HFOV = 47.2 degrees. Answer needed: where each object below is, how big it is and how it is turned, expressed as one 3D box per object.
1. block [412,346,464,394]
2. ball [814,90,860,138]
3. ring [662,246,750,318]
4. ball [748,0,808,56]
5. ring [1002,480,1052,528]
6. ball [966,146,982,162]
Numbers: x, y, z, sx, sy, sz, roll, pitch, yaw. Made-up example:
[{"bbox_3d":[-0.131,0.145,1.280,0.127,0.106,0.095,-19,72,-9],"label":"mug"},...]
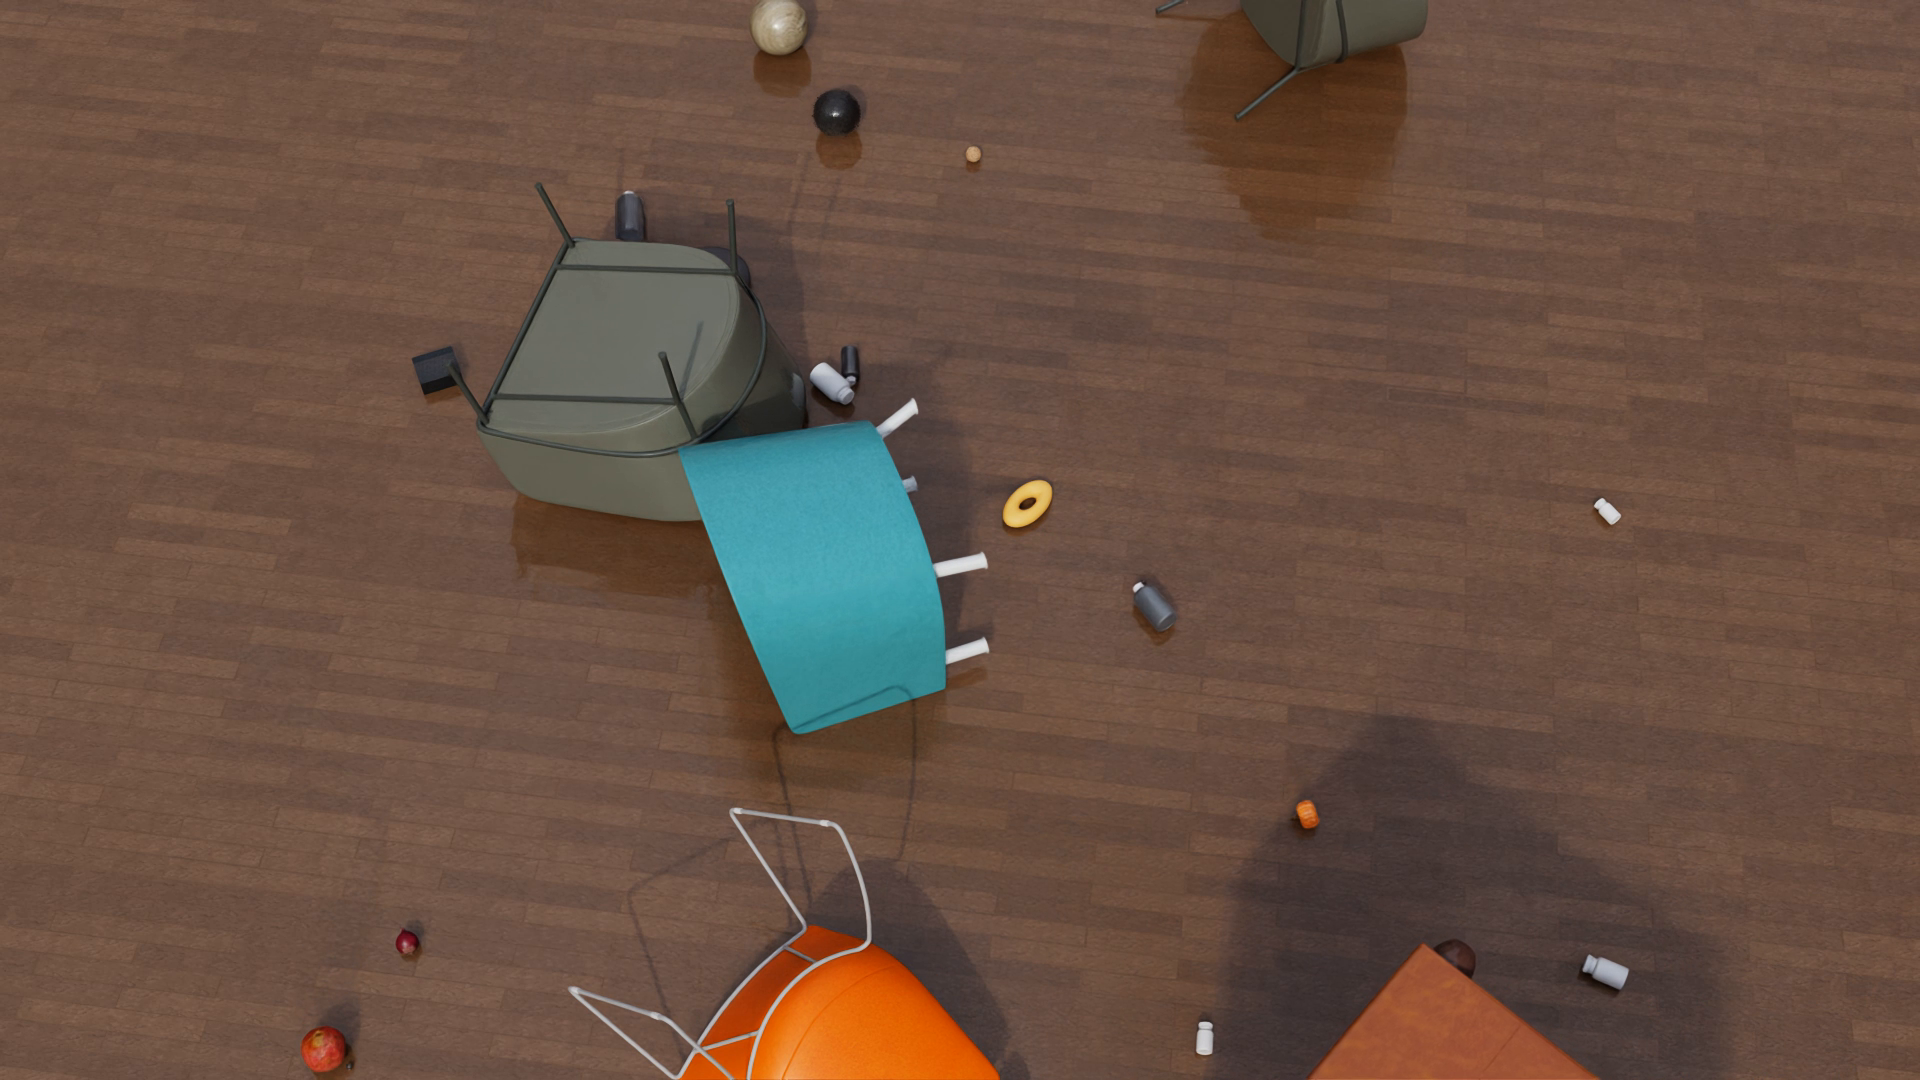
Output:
[{"bbox_3d":[-1.638,-0.532,6.898,0.128,0.055,0.112,-19,58,-12],"label":"block"},{"bbox_3d":[-0.417,-1.445,7.447,0.160,0.160,0.160,0,56,0],"label":"ball"},{"bbox_3d":[-0.817,-0.833,7.096,0.275,0.062,0.295,29,60,17],"label":"ring"},{"bbox_3d":[-0.630,-1.791,7.650,0.209,0.209,0.209,0,56,0],"label":"ball"},{"bbox_3d":[0.204,-0.109,6.618,0.112,0.049,0.196,36,62,20],"label":"ring"},{"bbox_3d":[0.046,-1.301,7.414,0.054,0.054,0.054,0,56,0],"label":"ball"}]
